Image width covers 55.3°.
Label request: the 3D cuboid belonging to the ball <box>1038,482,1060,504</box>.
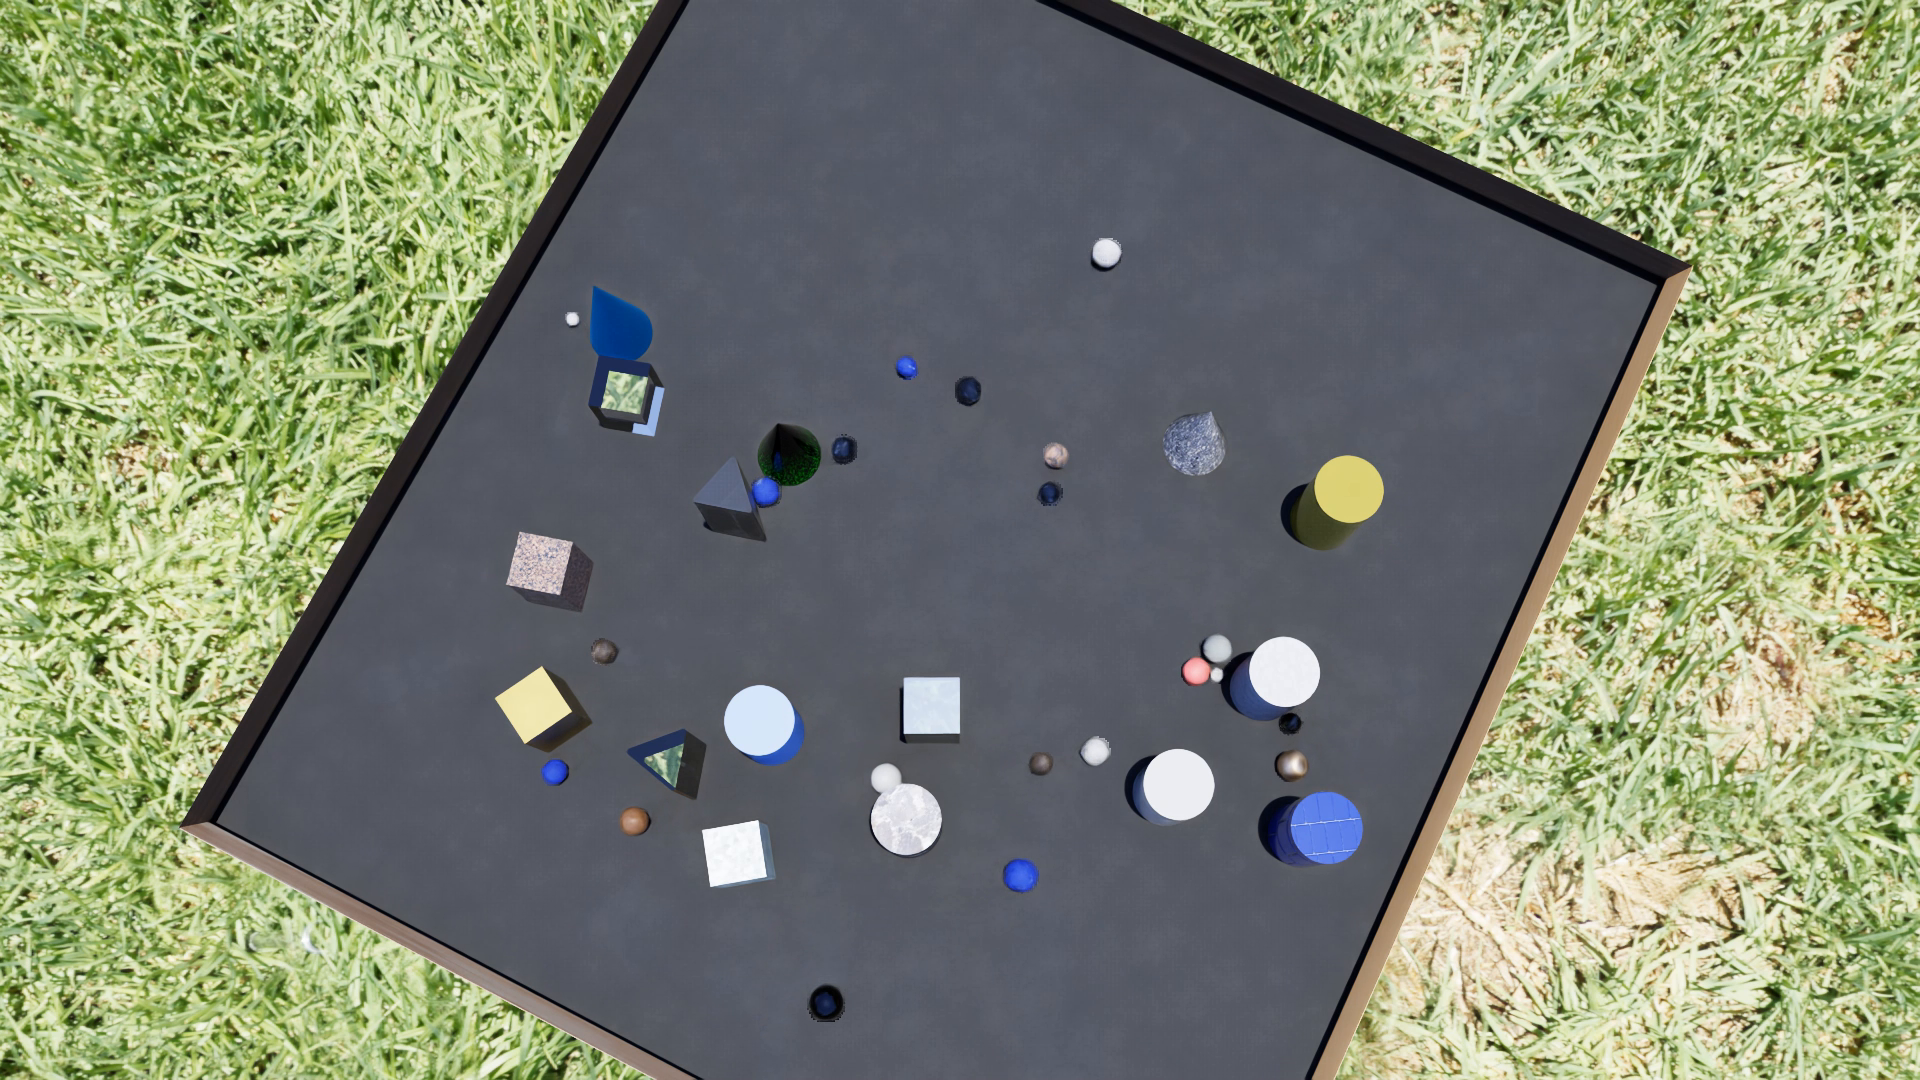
[{"bbox_3d":[0.274,-0.143,5.612,0.068,0.068,0.068,0,78,0],"label":"ball"}]

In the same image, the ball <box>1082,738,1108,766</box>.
[{"bbox_3d":[0.400,0.630,5.445,0.080,0.080,0.080,0,78,0],"label":"ball"}]

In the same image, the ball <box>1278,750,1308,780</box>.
[{"bbox_3d":[0.987,0.667,5.432,0.092,0.092,0.092,0,78,0],"label":"ball"}]

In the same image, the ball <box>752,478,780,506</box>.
[{"bbox_3d":[-0.594,-0.148,5.605,0.083,0.083,0.083,0,78,0],"label":"ball"}]

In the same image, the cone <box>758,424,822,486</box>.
[{"bbox_3d":[-0.528,-0.300,5.487,0.197,0.375,0.197,0,78,0],"label":"cone"}]

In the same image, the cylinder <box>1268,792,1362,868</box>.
[{"bbox_3d":[1.010,0.832,5.240,0.197,0.399,0.197,0,78,0],"label":"cylinder"}]

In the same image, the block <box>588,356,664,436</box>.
[{"bbox_3d":[-1.013,-0.437,5.576,0.158,0.257,0.158,10,78,2],"label":"block"}]

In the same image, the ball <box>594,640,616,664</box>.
[{"bbox_3d":[-1.068,0.335,5.511,0.070,0.070,0.070,0,78,0],"label":"ball"}]

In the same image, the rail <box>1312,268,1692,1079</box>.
[{"bbox_3d":[1.449,0.716,5.402,0.045,0.128,3.564,26,80,5],"label":"rail"}]

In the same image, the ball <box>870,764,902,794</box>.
[{"bbox_3d":[-0.218,0.707,5.423,0.092,0.092,0.092,0,78,0],"label":"ball"}]

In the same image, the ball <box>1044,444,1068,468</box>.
[{"bbox_3d":[0.296,-0.258,5.632,0.075,0.075,0.075,0,78,0],"label":"ball"}]

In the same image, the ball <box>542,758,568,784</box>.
[{"bbox_3d":[-1.200,0.686,5.437,0.074,0.074,0.074,0,78,0],"label":"ball"}]

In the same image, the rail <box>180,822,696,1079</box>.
[{"bbox_3d":[-0.786,1.547,5.230,3.287,0.128,0.045,26,80,5],"label":"rail"}]

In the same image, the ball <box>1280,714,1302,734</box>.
[{"bbox_3d":[0.989,0.547,5.473,0.060,0.060,0.060,0,78,0],"label":"ball"}]

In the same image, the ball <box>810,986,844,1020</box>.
[{"bbox_3d":[-0.386,1.336,5.290,0.099,0.099,0.099,0,78,0],"label":"ball"}]

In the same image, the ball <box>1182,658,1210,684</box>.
[{"bbox_3d":[0.709,0.393,5.494,0.081,0.081,0.081,0,78,0],"label":"ball"}]

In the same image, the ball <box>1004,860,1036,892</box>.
[{"bbox_3d":[0.176,0.983,5.364,0.097,0.097,0.097,0,78,0],"label":"ball"}]

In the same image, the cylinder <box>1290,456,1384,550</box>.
[{"bbox_3d":[1.112,-0.105,5.432,0.197,0.403,0.197,0,78,0],"label":"cylinder"}]

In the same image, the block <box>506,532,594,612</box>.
[{"bbox_3d":[-1.212,0.099,5.437,0.158,0.312,0.158,11,79,2],"label":"block"}]

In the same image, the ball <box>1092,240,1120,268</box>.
[{"bbox_3d":[0.459,-0.900,5.757,0.089,0.089,0.089,0,78,0],"label":"ball"}]

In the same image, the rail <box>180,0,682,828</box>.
[{"bbox_3d":[-1.449,-0.703,5.696,0.045,0.128,3.564,26,80,5],"label":"rail"}]

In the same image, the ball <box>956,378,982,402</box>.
[{"bbox_3d":[0.028,-0.464,5.672,0.079,0.079,0.079,0,78,0],"label":"ball"}]

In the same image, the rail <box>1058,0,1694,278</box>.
[{"bbox_3d":[0.786,-1.533,5.867,3.287,0.128,0.045,26,80,5],"label":"rail"}]

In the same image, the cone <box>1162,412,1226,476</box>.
[{"bbox_3d":[0.727,-0.334,5.492,0.197,0.380,0.197,0,78,0],"label":"cone"}]

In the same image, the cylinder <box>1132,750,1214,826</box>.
[{"bbox_3d":[0.612,0.718,5.292,0.197,0.344,0.197,0,78,0],"label":"cylinder"}]

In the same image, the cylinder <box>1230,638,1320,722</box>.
[{"bbox_3d":[0.911,0.409,5.334,0.197,0.387,0.197,0,78,0],"label":"cylinder"}]

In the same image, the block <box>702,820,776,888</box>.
[{"bbox_3d":[-0.634,0.909,5.287,0.158,0.277,0.158,-10,78,-2],"label":"block"}]

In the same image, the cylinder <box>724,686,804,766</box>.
[{"bbox_3d":[-0.564,0.543,5.325,0.197,0.351,0.197,0,78,0],"label":"cylinder"}]

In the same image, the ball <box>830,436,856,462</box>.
[{"bbox_3d":[-0.359,-0.280,5.635,0.078,0.078,0.078,0,78,0],"label":"ball"}]

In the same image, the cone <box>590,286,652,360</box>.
[{"bbox_3d":[-1.063,-0.693,5.532,0.197,0.447,0.197,0,78,0],"label":"cone"}]

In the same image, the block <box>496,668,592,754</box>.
[{"bbox_3d":[-1.212,0.500,5.356,0.158,0.307,0.158,-35,80,-7],"label":"block"}]

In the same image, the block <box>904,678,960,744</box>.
[{"bbox_3d":[-0.080,0.501,5.348,0.158,0.323,0.158,0,78,0],"label":"block"}]

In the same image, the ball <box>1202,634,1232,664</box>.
[{"bbox_3d":[0.773,0.326,5.505,0.087,0.087,0.087,0,78,0],"label":"ball"}]

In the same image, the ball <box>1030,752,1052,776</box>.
[{"bbox_3d":[0.240,0.666,5.445,0.067,0.067,0.067,0,78,0],"label":"ball"}]

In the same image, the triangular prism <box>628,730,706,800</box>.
[{"bbox_3d":[-0.808,0.623,5.274,0.171,0.418,0.148,39,81,7],"label":"triangular prism"}]

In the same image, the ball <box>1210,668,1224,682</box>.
[{"bbox_3d":[0.773,0.405,5.512,0.041,0.041,0.041,0,78,0],"label":"ball"}]

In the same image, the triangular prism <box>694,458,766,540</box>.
[{"bbox_3d":[-0.662,-0.126,5.433,0.171,0.410,0.148,11,79,2],"label":"triangular prism"}]

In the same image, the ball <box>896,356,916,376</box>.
[{"bbox_3d":[-0.166,-0.540,5.695,0.065,0.065,0.065,0,78,0],"label":"ball"}]

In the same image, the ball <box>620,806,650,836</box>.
[{"bbox_3d":[-0.959,0.828,5.402,0.085,0.085,0.085,0,78,0],"label":"ball"}]

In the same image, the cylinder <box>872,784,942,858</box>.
[{"bbox_3d":[-0.150,0.814,5.291,0.197,0.308,0.197,0,78,0],"label":"cylinder"}]

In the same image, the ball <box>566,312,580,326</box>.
[{"bbox_3d":[-1.212,-0.690,5.738,0.042,0.042,0.042,0,78,0],"label":"ball"}]
